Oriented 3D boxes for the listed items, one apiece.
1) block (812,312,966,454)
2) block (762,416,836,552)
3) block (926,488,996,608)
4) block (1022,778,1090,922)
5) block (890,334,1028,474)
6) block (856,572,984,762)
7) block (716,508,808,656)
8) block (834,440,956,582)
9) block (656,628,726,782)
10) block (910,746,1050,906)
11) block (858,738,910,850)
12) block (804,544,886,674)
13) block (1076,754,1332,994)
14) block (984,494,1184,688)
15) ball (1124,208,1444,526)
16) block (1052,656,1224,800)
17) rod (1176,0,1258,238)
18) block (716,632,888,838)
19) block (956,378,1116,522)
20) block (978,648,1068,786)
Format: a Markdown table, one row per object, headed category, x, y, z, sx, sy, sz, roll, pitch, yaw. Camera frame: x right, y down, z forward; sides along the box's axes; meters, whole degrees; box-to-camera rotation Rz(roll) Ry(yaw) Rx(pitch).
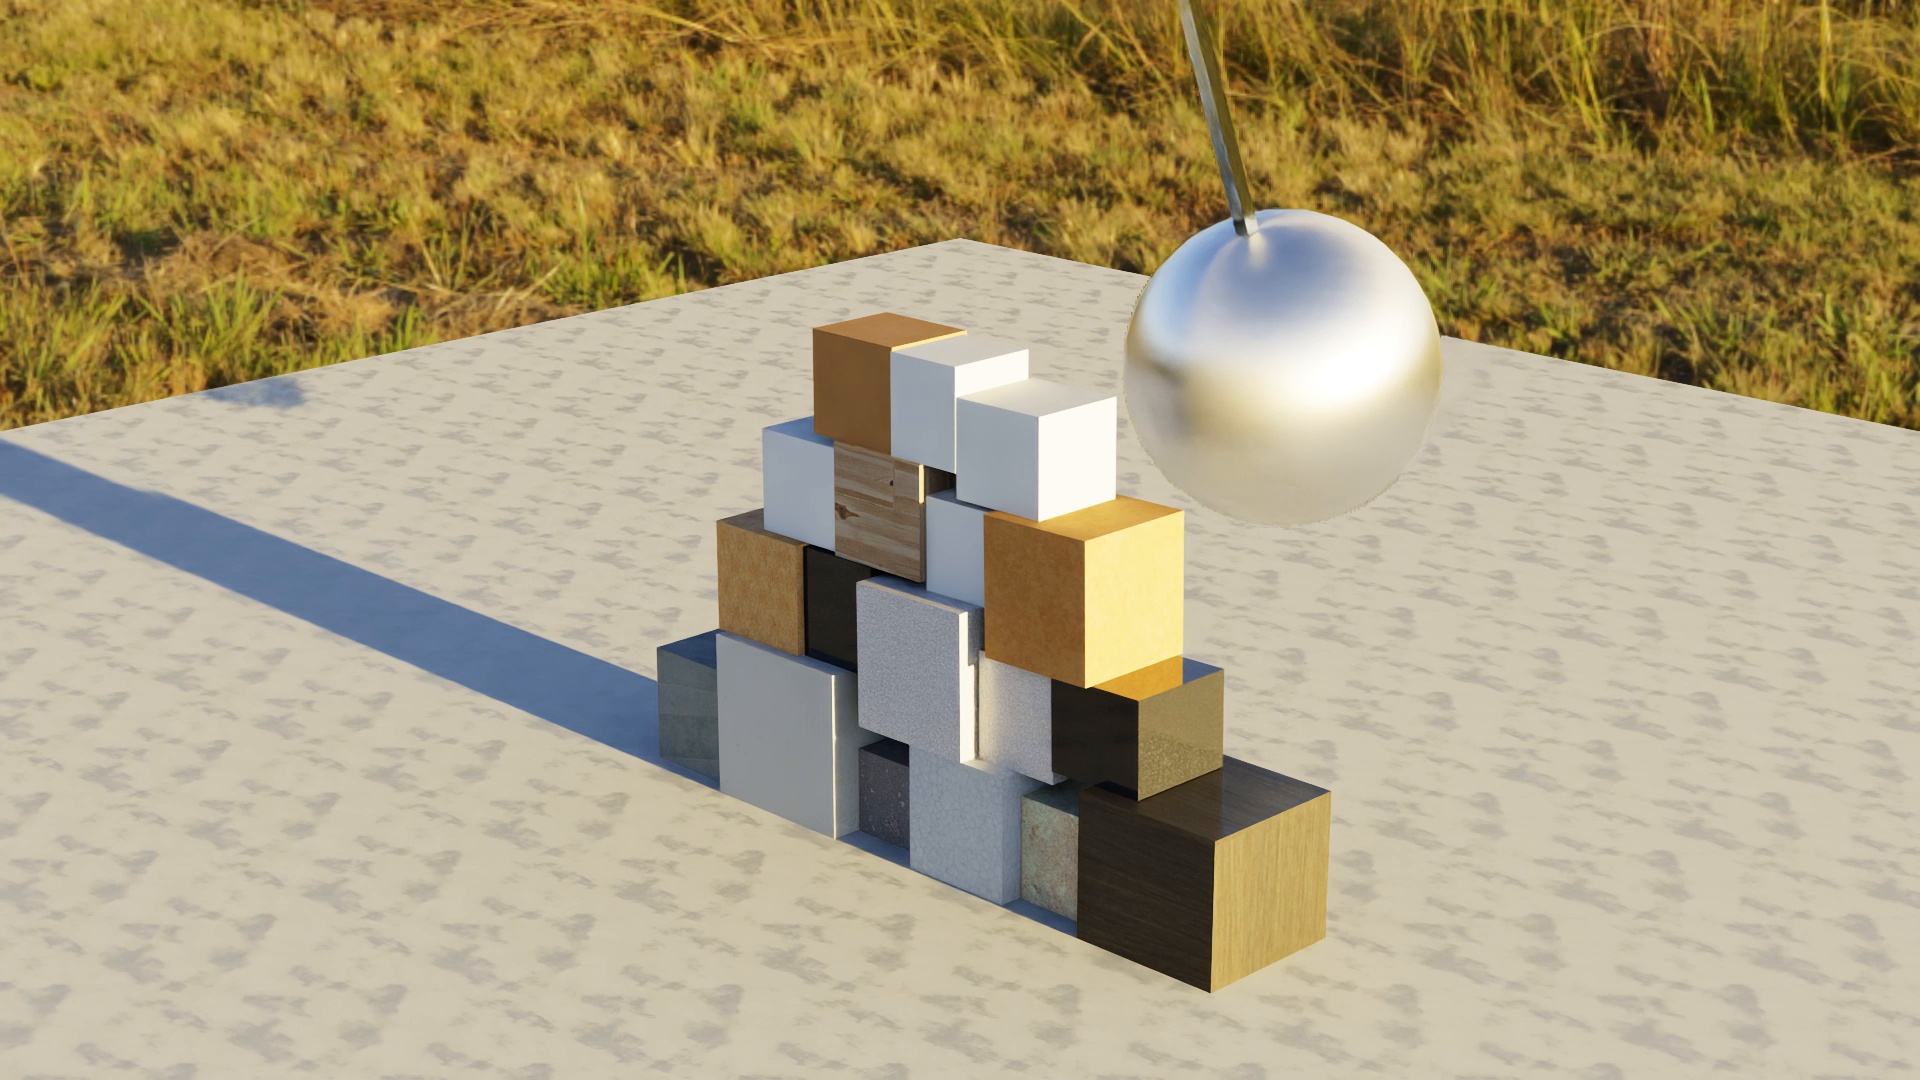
| category | x | y | z | sx | sy | sz | roll | pitch | yaw |
| --- | --- | --- | --- | --- | --- | --- | --- | --- | --- |
| block | -0.323 | -0.725 | 13.467 | 0.470 | 0.498 | 0.527 | -17 | 24 | -42 |
| block | -0.574 | -0.288 | 13.871 | 0.501 | 0.499 | 0.511 | -17 | 24 | -42 |
| block | 0.170 | 0.011 | 13.178 | 0.455 | 0.444 | 0.456 | -17 | 23 | -42 |
| block | 0.616 | 1.371 | 13.152 | 0.512 | 0.498 | 0.450 | -17 | 24 | -42 |
| block | -0.003 | -0.615 | 13.143 | 0.460 | 0.483 | 0.409 | -17 | 24 | -42 |
| block | 0.008 | 0.522 | 13.468 | 0.689 | 0.701 | 0.665 | -17 | 23 | -42 |
| block | -0.756 | 0.165 | 14.176 | 0.599 | 0.548 | 0.573 | -17 | 24 | -42 |
| block | -0.194 | -0.185 | 13.492 | 0.524 | 0.547 | 0.562 | -17 | 24 | -42 |
| block | -1.122 | 0.817 | 14.761 | 0.569 | 0.590 | 0.553 | -17 | 24 | -42 |
| block | 0.222 | 1.209 | 13.476 | 0.689 | 0.613 | 0.592 | -17 | 24 | -42 |
| block | -0.144 | 1.181 | 13.886 | 0.474 | 0.420 | 0.471 | -17 | 24 | -42 |
| block | -0.392 | 0.283 | 13.816 | 0.511 | 0.539 | 0.457 | -17 | 24 | -42 |
| block | 1.054 | 1.409 | 12.708 | 0.771 | 0.691 | 0.765 | -17 | 24 | -42 |
| block | 0.542 | 0.195 | 12.838 | 0.634 | 0.656 | 0.600 | -17 | 23 | -42 |
| ball | 1.623 | -0.866 | 14.770 | 1.600 | 1.600 | 1.600 | 0 | 17 | 0 |
| block | 0.774 | 0.787 | 12.782 | 0.558 | 0.453 | 0.507 | -17 | 23 | -42 |
| rod | 0.703 | -3.587 | 12.951 | 0.080 | 5.200 | 0.080 | 17 | 46 | 42 |
| block | -0.607 | 0.851 | 14.273 | 0.789 | 0.818 | 0.827 | -17 | 24 | -42 |
| block | 0.333 | -0.403 | 12.883 | 0.502 | 0.464 | 0.489 | 16 | 24 | 43 |
| block | 0.421 | 0.730 | 13.116 | 0.494 | 0.516 | 0.455 | -17 | 24 | -42 |
